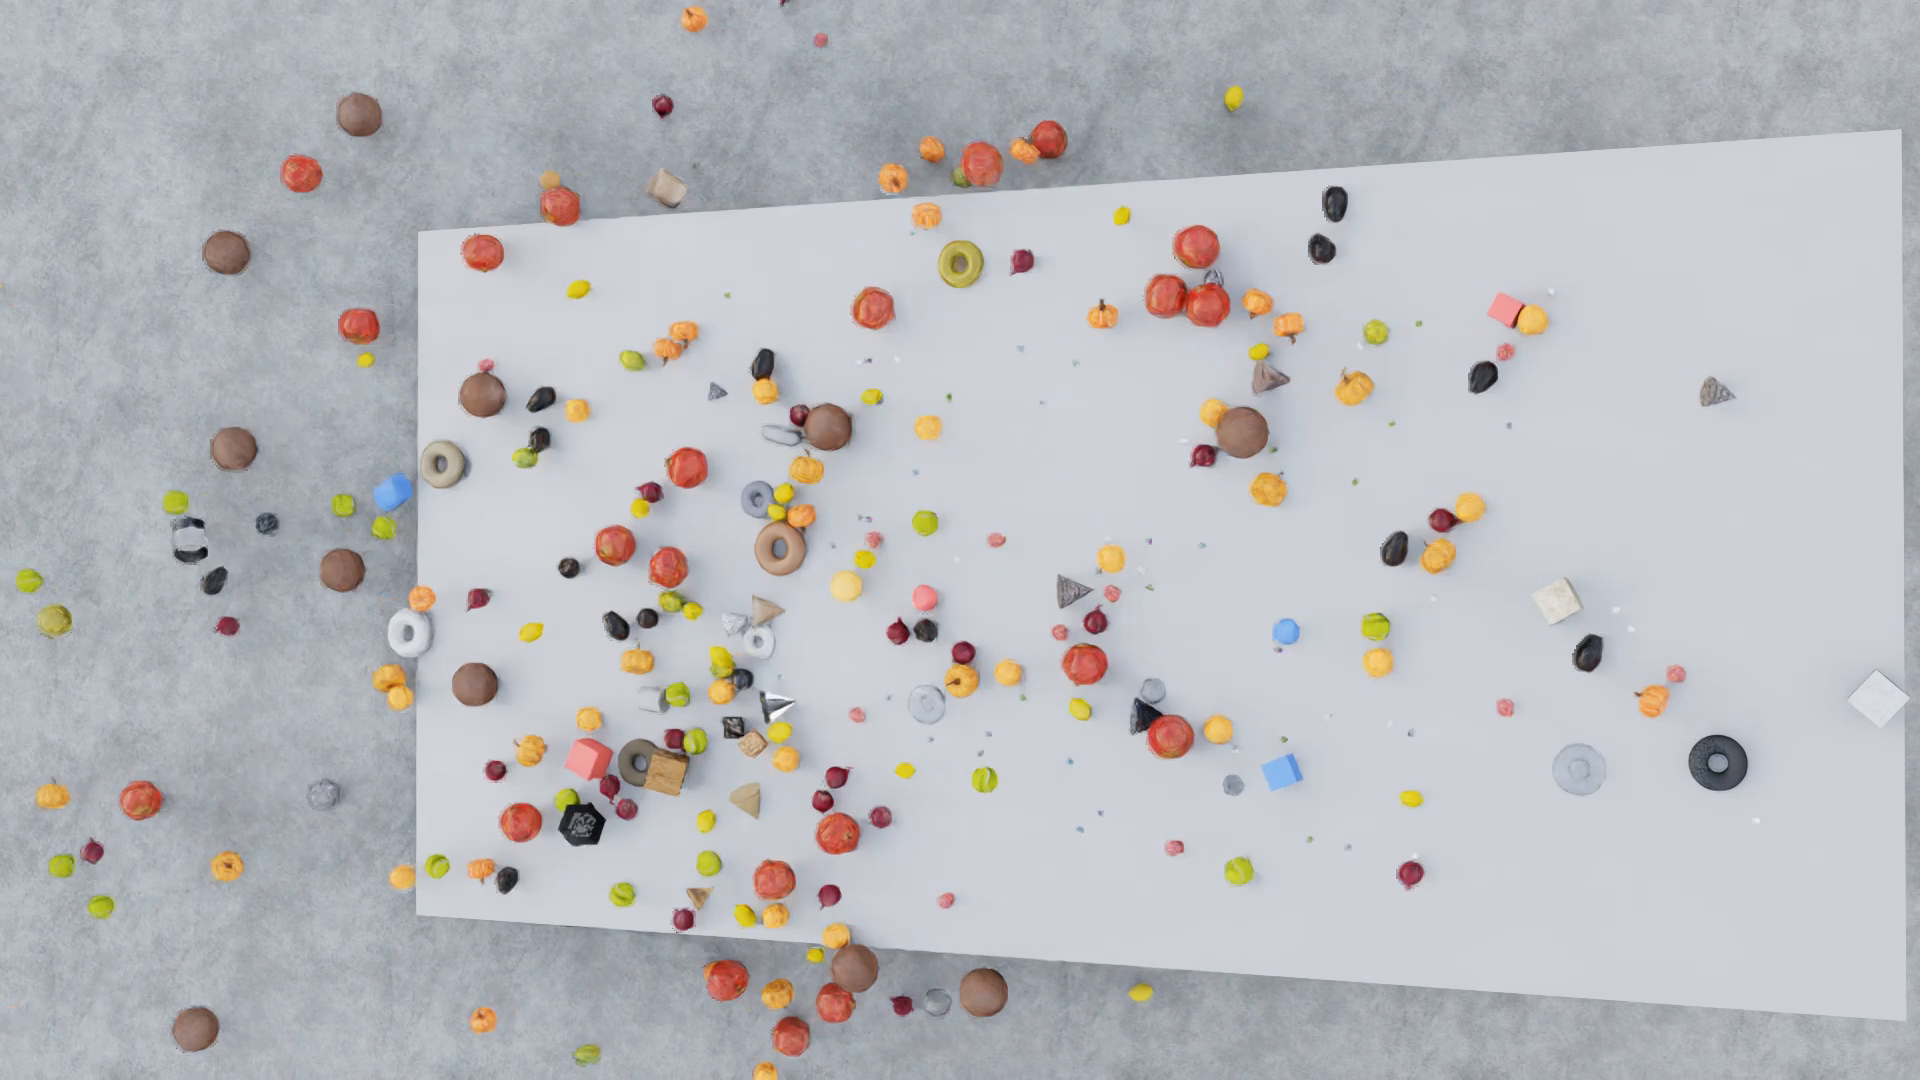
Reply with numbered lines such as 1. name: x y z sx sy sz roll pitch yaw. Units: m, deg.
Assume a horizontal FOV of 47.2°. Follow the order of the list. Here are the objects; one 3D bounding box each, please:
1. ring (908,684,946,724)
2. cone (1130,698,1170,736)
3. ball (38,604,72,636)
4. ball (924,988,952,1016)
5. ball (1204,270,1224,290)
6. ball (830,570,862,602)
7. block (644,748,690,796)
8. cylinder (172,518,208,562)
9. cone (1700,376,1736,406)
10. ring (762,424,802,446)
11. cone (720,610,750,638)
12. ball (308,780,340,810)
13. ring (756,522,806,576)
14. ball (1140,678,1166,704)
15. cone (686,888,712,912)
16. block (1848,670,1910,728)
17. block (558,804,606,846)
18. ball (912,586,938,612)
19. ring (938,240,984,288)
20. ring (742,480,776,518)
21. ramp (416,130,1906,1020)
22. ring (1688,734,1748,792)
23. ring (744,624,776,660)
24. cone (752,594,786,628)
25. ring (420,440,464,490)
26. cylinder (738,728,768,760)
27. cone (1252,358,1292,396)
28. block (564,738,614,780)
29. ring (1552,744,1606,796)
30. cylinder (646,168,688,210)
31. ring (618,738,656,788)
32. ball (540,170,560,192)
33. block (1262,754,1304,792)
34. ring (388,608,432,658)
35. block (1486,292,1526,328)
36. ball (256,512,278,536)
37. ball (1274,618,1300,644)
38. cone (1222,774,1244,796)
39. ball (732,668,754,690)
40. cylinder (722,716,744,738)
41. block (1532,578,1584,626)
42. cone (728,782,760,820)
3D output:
1. ring: -0.087 0.433 5.804 0.108 0.036 0.108 0 90 21
2. cone: 0.489 0.451 5.565 0.098 0.098 0.098 7 89 -5
3. ball: -2.548 0.227 6.193 0.091 0.091 0.091 0 89 0
4. ball: -0.067 1.361 6.473 0.081 0.081 0.081 0 89 0
5. ball: 0.636 -0.652 5.516 0.050 0.050 0.050 0 89 0
6. ball: -0.303 0.124 5.868 0.087 0.087 0.087 0 89 0
7. block: -0.805 0.638 6.043 0.096 0.096 0.096 15 95 -4
8. cylinder: -2.262 0.000 6.456 0.096 0.096 0.096 -17 60 0
9. cone: 1.756 -0.335 5.066 0.074 0.074 0.074 14 89 -10
10. ring: -0.480 -0.283 5.926 0.115 0.115 0.038 14 100 0
11. cone: -0.607 0.222 6.018 0.078 0.078 0.078 -14 89 -5
12. ball: -1.873 0.749 6.478 0.088 0.088 0.088 0 89 0
13. ring: -0.488 0.023 5.965 0.150 0.050 0.150 0 91 22
14. ball: 0.488 0.381 5.554 0.066 0.066 0.066 0 89 0
15. cone: -0.706 0.974 6.051 0.070 0.070 0.070 -33 89 1
16. block: 2.049 0.353 4.907 0.092 0.092 0.092 44 105 17
17. block: -1.054 0.794 6.132 0.082 0.082 0.082 -7 48 25
18. ball: -0.094 0.154 5.792 0.070 0.070 0.070 0 89 0
19. ring: 0.002 -0.725 5.779 0.128 0.043 0.128 0 91 22
20. ring: -0.550 -0.110 6.000 0.103 0.034 0.103 0 90 21
21. ramp: 0.283 0.086 5.731 4.000 0.100 2.000 0 89 22
22. ring: 1.743 0.513 5.056 0.131 0.044 0.131 0 90 21
23. ring: -0.547 0.278 5.995 0.098 0.033 0.098 0 89 23
24. cone: -0.519 0.193 5.978 0.094 0.094 0.094 0 89 -4
25. ring: -1.502 -0.219 6.380 0.143 0.048 0.143 0 90 23
26. cylinder: -0.560 0.553 5.951 0.059 0.059 0.059 44 92 1
27. cone: 0.783 -0.400 5.458 0.092 0.092 0.092 6 89 -5
28. block: -1.040 0.614 6.162 0.085 0.085 0.085 26 99 20
29. ring: 1.456 0.540 5.172 0.124 0.041 0.124 1 93 24
30. cylinder: -0.830 -0.997 6.242 0.084 0.084 0.084 32 89 -28
31. ring: -0.890 0.620 6.123 0.135 0.045 0.135 0 89 21
32. ball: -1.211 -1.062 6.503 0.060 0.060 0.060 0 89 0
33. block: 0.795 0.573 5.426 0.069 0.069 0.069 -25 80 20
34. ring: -1.607 0.271 6.417 0.145 0.048 0.145 0 90 23
35. block: 1.301 -0.548 5.238 0.062 0.062 0.062 32 101 19
36. ball: -2.048 -0.047 6.499 0.066 0.066 0.066 0 89 0
37. ball: 0.806 0.226 5.428 0.065 0.065 0.065 0 89 0
38. cone: 0.674 0.614 5.482 0.055 0.055 0.055 0 89 22
39. ball: -0.594 0.381 5.997 0.060 0.060 0.060 0 89 0
40. cylinder: -0.620 0.512 6.008 0.055 0.055 0.055 -3 90 0
41. block: 1.408 0.145 5.174 0.084 0.084 0.084 -31 78 19
42. cone: -0.568 0.727 5.992 0.096 0.096 0.096 -23 109 0
